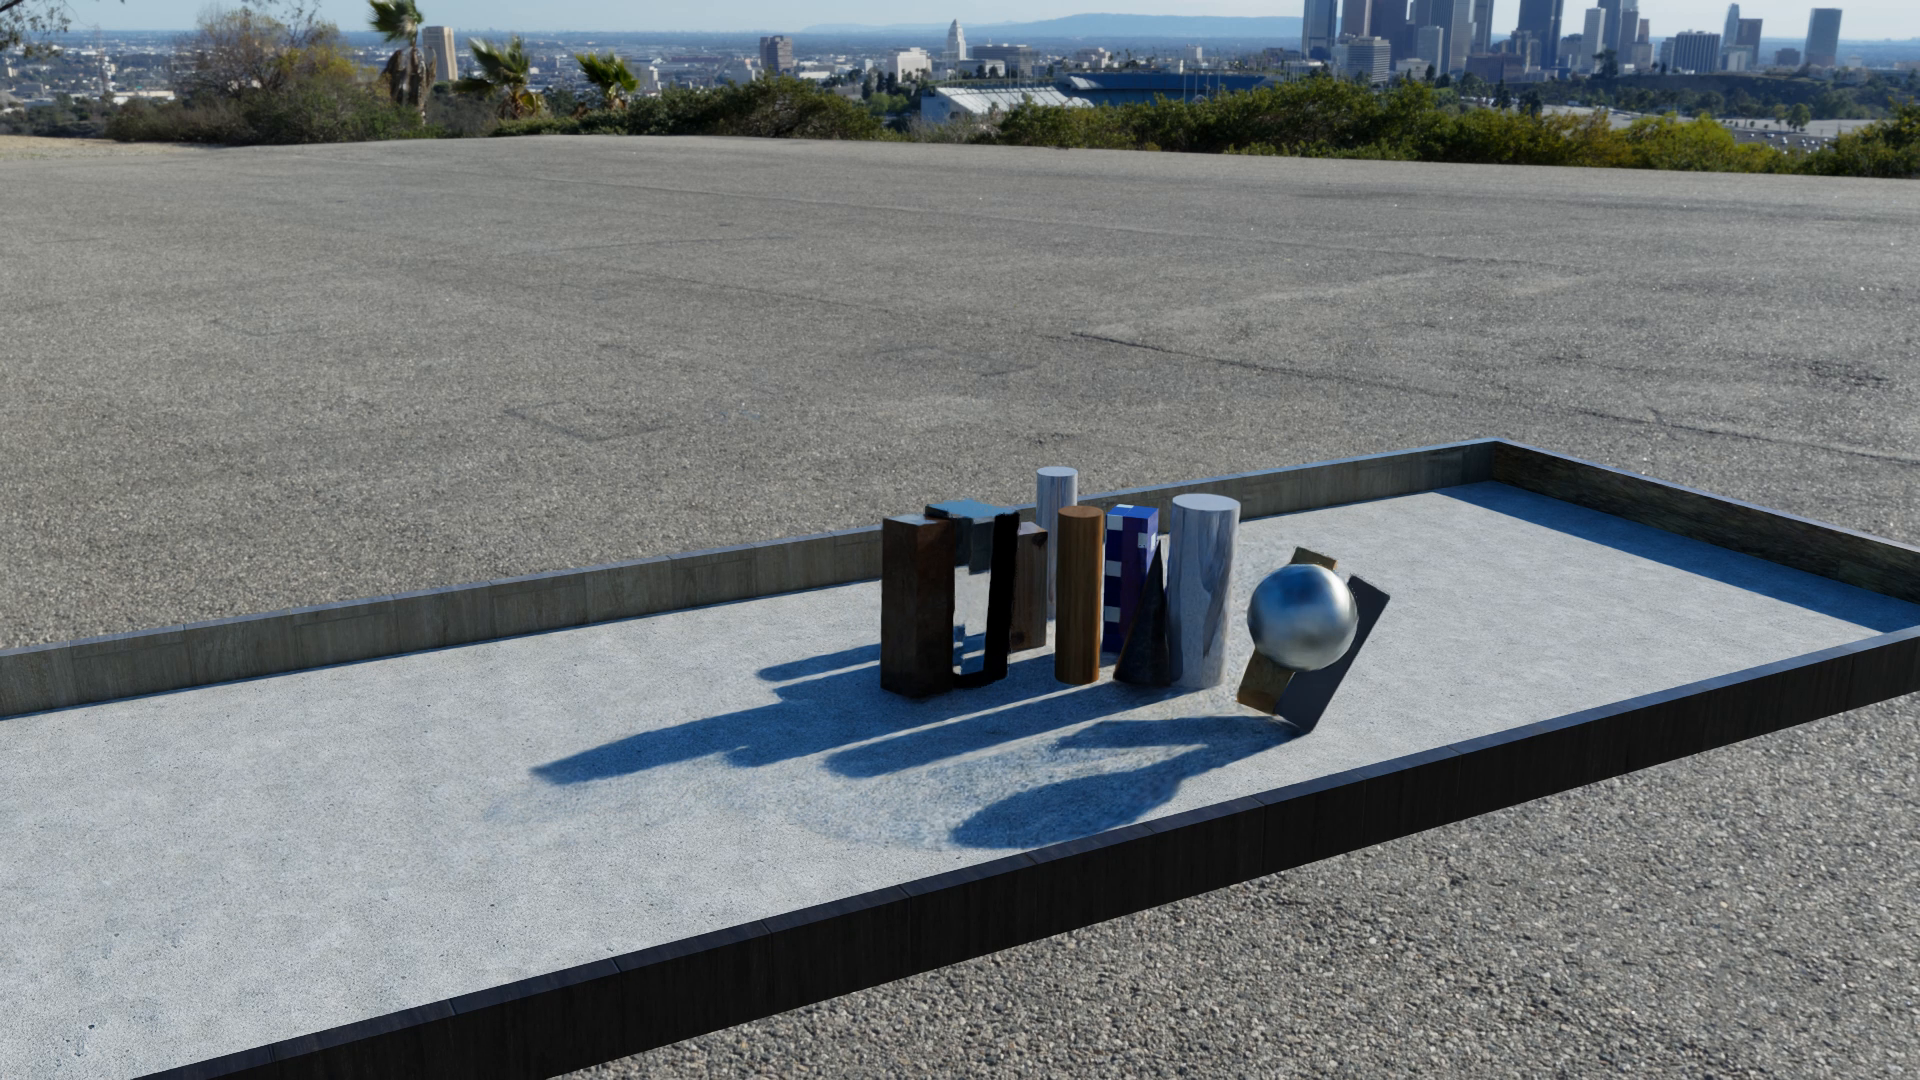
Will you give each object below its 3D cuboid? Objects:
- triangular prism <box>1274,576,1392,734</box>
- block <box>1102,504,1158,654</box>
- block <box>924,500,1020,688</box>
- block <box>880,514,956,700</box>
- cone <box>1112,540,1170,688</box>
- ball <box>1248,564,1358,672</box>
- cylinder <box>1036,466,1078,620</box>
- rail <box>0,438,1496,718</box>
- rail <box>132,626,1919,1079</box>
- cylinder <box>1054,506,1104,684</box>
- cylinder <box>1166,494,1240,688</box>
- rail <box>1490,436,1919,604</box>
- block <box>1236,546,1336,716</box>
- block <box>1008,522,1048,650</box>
[{"bbox_3d":[0.860,0.262,3.856,0.103,0.366,0.089,29,4,-1],"label":"triangular prism"},{"bbox_3d":[0.447,0.106,4.324,0.111,0.377,0.111,6,17,20],"label":"block"},{"bbox_3d":[0.015,0.132,4.120,0.165,0.428,0.165,16,16,42],"label":"block"},{"bbox_3d":[-0.103,0.159,4.029,0.125,0.426,0.125,-9,14,-44],"label":"block"},{"bbox_3d":[0.473,0.172,4.086,0.147,0.362,0.147,7,5,-1],"label":"cone"},{"bbox_3d":[0.767,0.174,3.694,0.244,0.244,0.244,0,16,0],"label":"ball"},{"bbox_3d":[0.268,0.008,4.597,0.113,0.411,0.113,0,16,0],"label":"cylinder"},{"bbox_3d":[-3.305,0.497,3.399,12.000,0.150,0.050,-9,18,-27],"label":"rail"},{"bbox_3d":[-2.336,1.006,1.665,12.000,0.150,0.050,-9,18,-27],"label":"rail"},{"bbox_3d":[0.296,0.138,4.115,0.112,0.434,0.112,0,16,0],"label":"cylinder"},{"bbox_3d":[0.597,0.125,4.111,0.166,0.455,0.166,2,16,-1],"label":"cylinder"},{"bbox_3d":[2.466,-0.048,5.253,0.050,0.150,2.100,-9,18,-27],"label":"rail"},{"bbox_3d":[0.789,0.218,3.983,0.100,0.100,0.408,21,62,14],"label":"block"},{"bbox_3d":[0.161,0.122,4.377,0.104,0.317,0.104,-7,18,-22],"label":"block"}]
